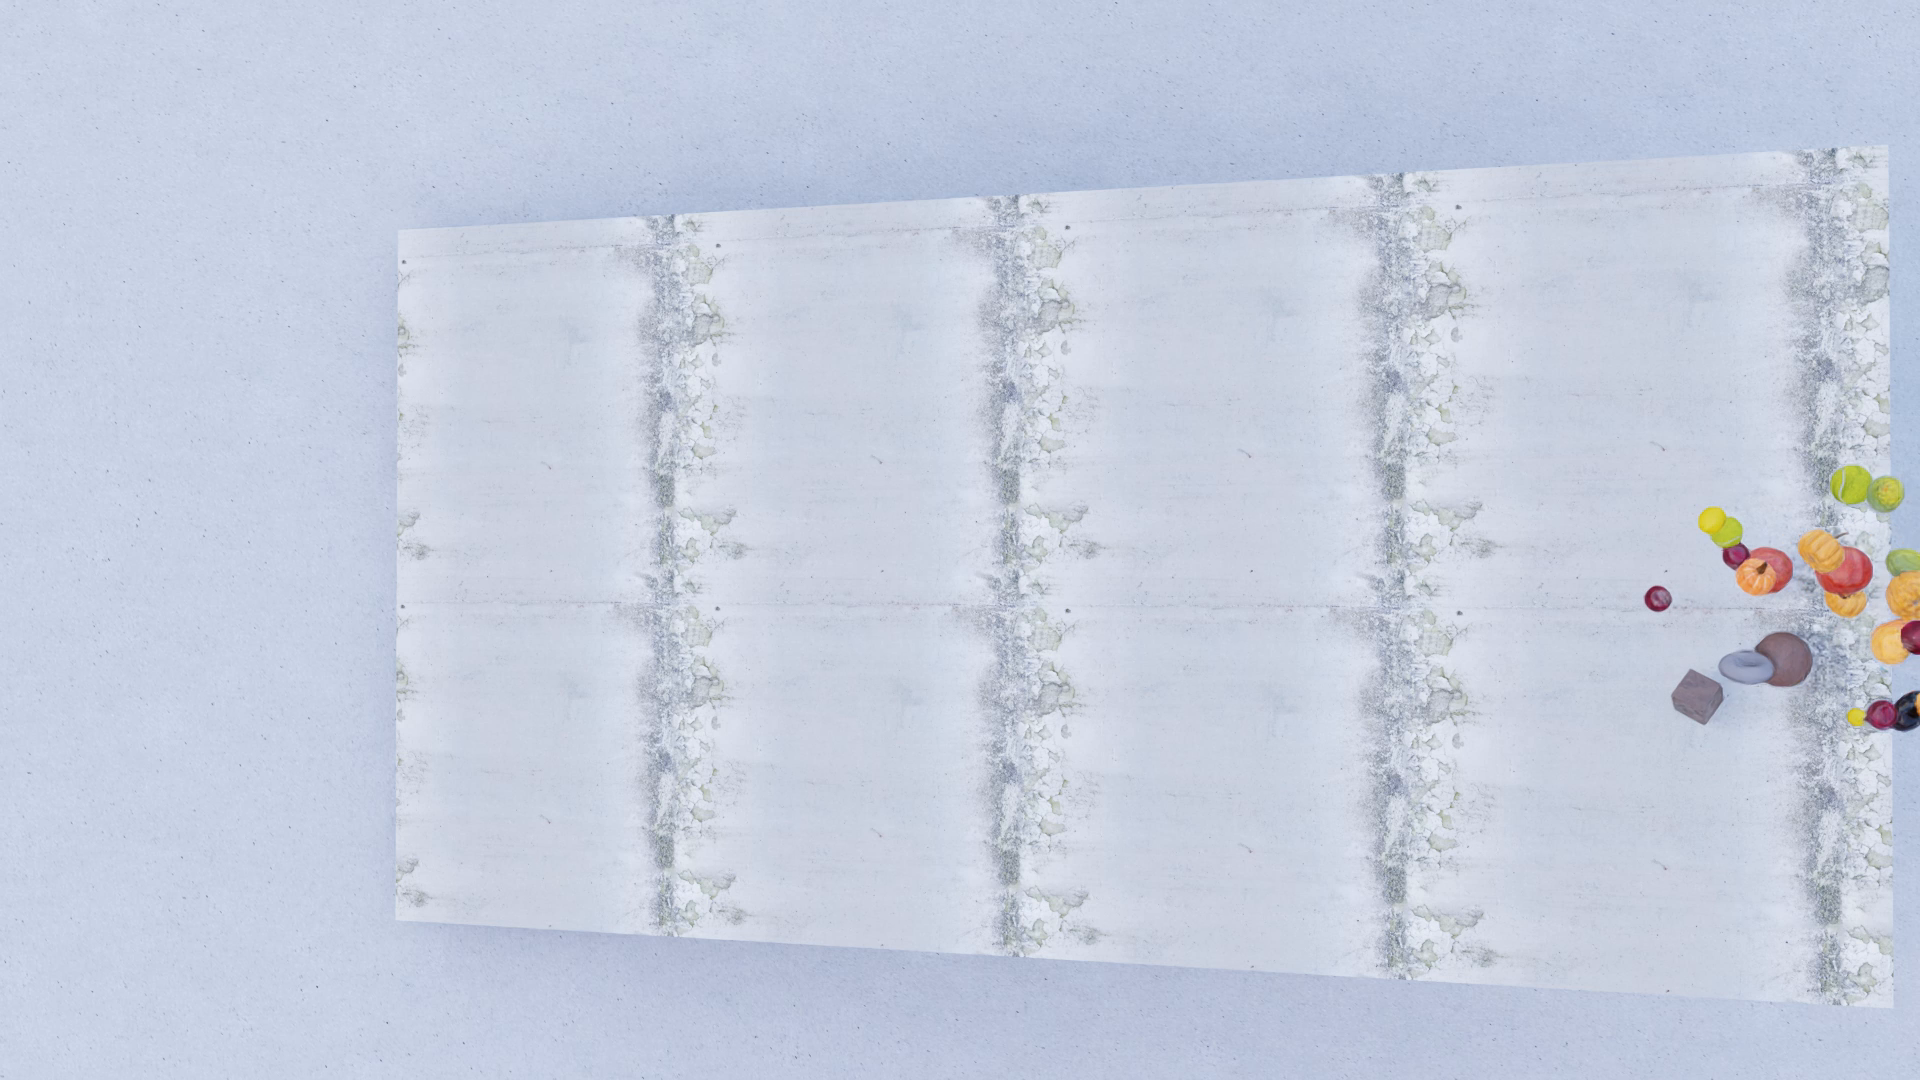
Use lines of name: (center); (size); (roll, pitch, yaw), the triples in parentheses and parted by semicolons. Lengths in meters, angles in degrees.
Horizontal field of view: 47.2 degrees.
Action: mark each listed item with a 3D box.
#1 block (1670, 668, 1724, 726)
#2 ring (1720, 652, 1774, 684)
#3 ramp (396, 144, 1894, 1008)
block: (1.725, 0.367, 5.143); (0.081, 0.081, 0.081); (32, 78, 35)
ring: (1.804, 0.292, 5.044); (0.120, 0.120, 0.040); (-5, 114, 0)
ramp: (0.278, 0.092, 5.781); (4.000, 0.100, 2.000); (0, 89, 19)
